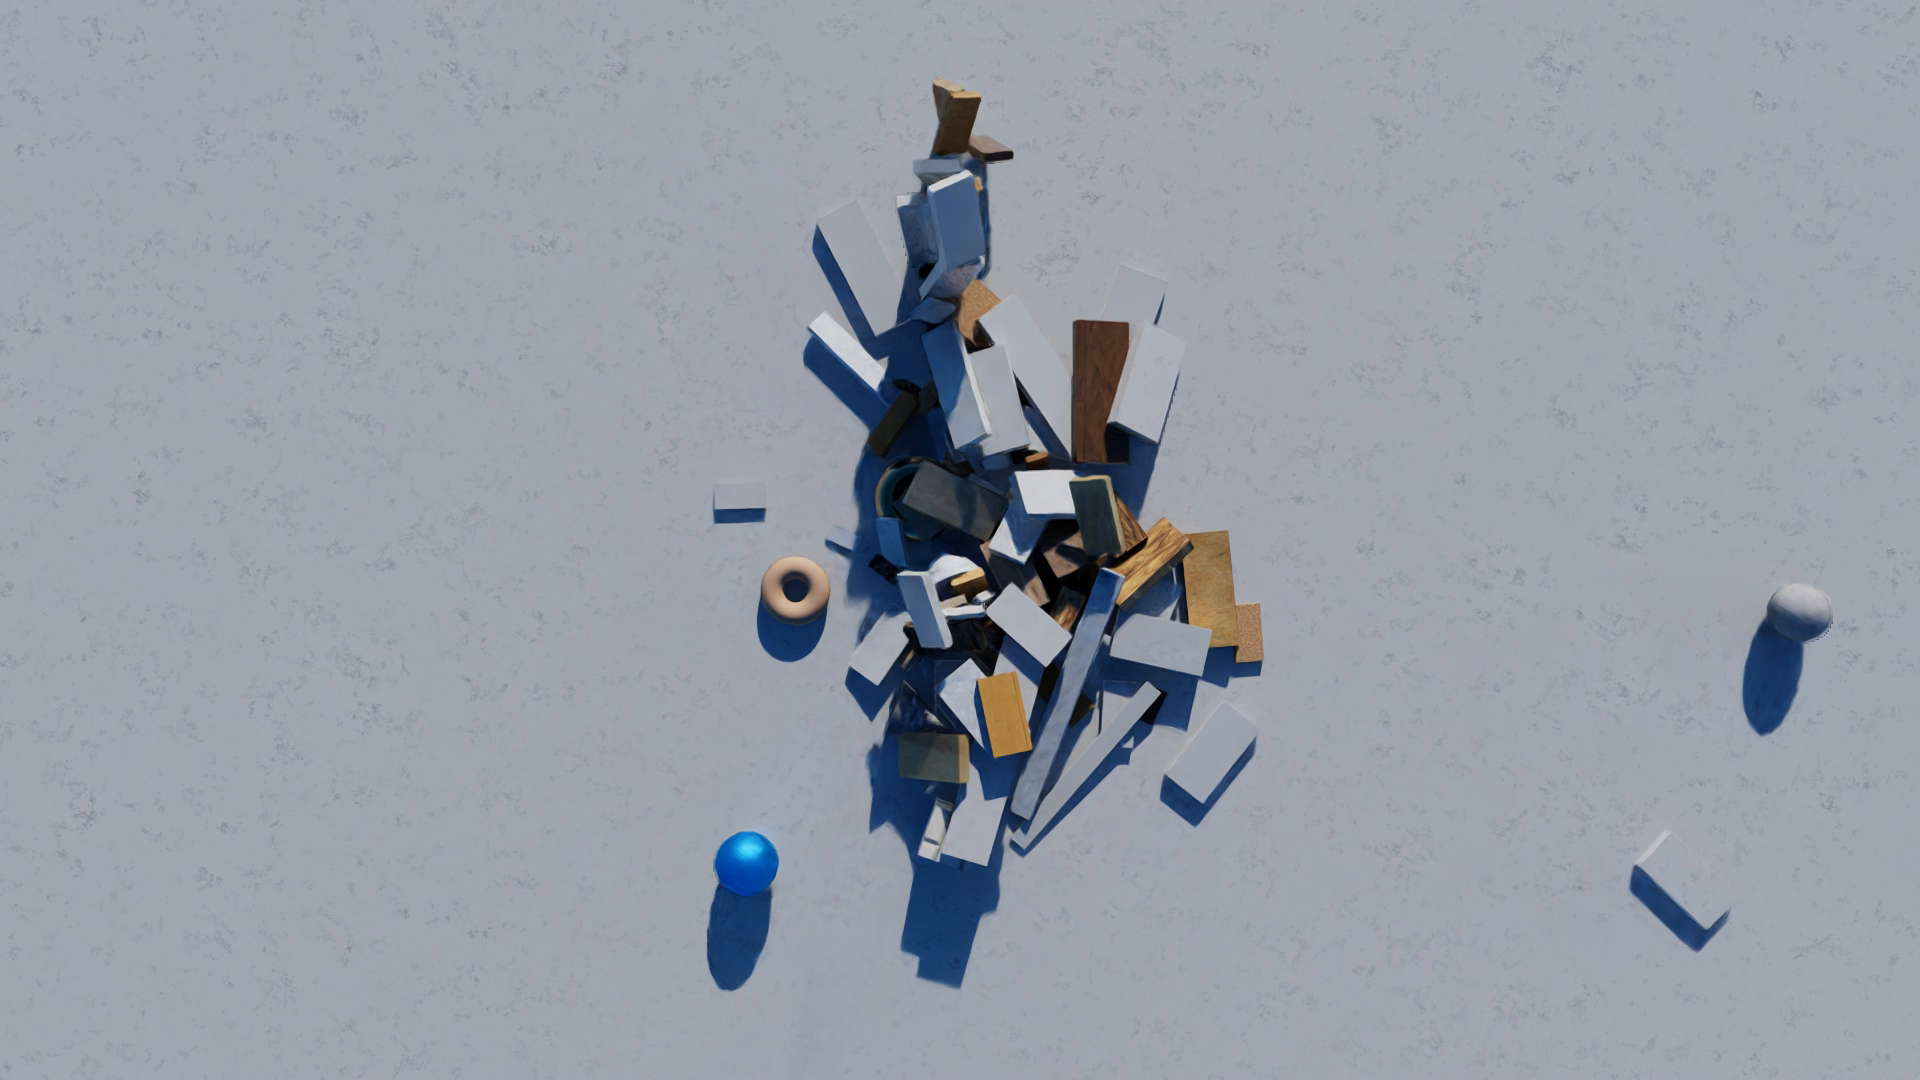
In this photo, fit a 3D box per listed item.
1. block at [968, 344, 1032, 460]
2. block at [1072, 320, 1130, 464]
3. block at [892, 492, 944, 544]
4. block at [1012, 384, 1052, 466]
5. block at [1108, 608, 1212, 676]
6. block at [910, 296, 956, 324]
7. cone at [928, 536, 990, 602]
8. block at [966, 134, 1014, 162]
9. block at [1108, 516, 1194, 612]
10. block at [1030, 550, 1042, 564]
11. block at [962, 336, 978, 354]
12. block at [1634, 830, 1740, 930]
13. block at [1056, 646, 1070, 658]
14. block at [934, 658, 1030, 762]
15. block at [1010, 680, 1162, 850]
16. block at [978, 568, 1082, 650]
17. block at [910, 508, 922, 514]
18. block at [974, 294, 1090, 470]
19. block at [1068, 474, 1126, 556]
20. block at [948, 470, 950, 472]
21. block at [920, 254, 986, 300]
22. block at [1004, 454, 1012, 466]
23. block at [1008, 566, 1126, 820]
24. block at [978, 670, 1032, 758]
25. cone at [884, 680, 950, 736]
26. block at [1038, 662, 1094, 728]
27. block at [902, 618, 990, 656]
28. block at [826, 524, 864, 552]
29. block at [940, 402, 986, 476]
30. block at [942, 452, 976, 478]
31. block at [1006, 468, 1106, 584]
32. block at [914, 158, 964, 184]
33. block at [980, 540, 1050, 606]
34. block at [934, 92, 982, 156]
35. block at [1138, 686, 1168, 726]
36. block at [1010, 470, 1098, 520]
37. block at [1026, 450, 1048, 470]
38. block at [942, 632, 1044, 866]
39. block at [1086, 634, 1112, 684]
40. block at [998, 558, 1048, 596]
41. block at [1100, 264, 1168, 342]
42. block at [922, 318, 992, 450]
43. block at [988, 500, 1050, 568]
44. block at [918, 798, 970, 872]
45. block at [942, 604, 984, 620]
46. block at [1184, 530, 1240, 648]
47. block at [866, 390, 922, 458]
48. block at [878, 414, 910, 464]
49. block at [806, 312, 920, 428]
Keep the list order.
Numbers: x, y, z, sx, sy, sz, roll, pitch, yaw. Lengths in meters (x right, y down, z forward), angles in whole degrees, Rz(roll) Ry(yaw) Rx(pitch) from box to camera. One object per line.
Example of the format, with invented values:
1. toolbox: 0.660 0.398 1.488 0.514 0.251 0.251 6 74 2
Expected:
1. block: 0.104 -0.444 5.307 0.169 0.048 0.338 -16 81 13
2. block: 0.461 -0.482 5.394 0.178 0.050 0.464 1 87 -14
3. block: -0.136 -0.081 5.396 0.084 0.024 0.167 -40 89 2
4. block: 0.218 -0.398 5.460 0.138 0.039 0.276 -13 90 -18
5. block: 0.659 0.337 5.428 0.311 0.044 0.155 12 93 1
6. block: -0.085 -0.732 5.268 0.081 0.163 0.023 -37 74 21
7. cone: -0.049 0.066 5.448 0.233 0.233 0.233 -21 63 0
8. block: 0.081 -1.281 5.393 0.102 0.203 0.029 -12 122 -23
9. block: 0.606 0.079 5.429 0.311 0.155 0.044 -42 134 0
10. block: 0.231 0.020 5.434 0.280 0.035 0.124 -31 92 -7
11. block: 0.024 -0.607 5.419 0.140 0.020 0.070 40 71 -18
12. block: 2.413 1.130 5.478 0.310 0.044 0.155 43 90 0
13. block: 0.319 0.373 5.446 0.216 0.108 0.031 -1 90 0
14. block: 0.071 0.543 5.282 0.152 0.043 0.304 -40 89 -3
15. block: 0.416 0.747 5.467 0.061 0.017 0.692 41 94 0
16. block: 0.228 0.214 5.435 0.351 0.139 0.039 -38 48 0
17. block: -0.071 -0.116 5.362 0.168 0.024 0.084 16 100 -18
18. block: 0.282 -0.513 5.401 0.154 0.044 0.598 -36 96 -14
19. block: 0.434 -0.077 5.221 0.126 0.036 0.252 -5 110 28
20. block: 0.038 -0.156 5.426 0.208 0.028 0.099 49 66 -13
21. block: -0.027 -0.830 5.199 0.138 0.276 0.039 -11 81 -17
22. block: 0.105 -0.330 5.449 0.028 0.099 0.197 -24 90 26
23. block: 0.345 0.506 5.389 0.084 0.024 0.876 24 102 18
24. block: 0.142 0.554 5.244 0.126 0.036 0.253 -12 88 -2
25. cone: -0.126 0.582 5.407 0.197 0.197 0.197 20 90 -3
26. block: 0.333 0.510 5.485 0.216 0.031 0.108 45 90 0
27. block: -0.047 0.309 5.345 0.254 0.036 0.126 -9 129 31
28. block: -0.384 -0.007 5.492 0.112 0.016 0.056 25 90 0
29. block: 0.034 -0.355 5.414 0.039 0.138 0.276 -23 98 26
30. block: -0.002 -0.241 5.389 0.113 0.016 0.057 34 74 -19
31. block: 0.314 -0.046 5.376 0.178 0.050 0.356 -25 66 -9
32. block: -0.060 -1.157 5.186 0.138 0.626 0.039 -1 99 2
33. block: 0.179 0.109 5.362 0.132 0.037 0.264 -26 83 2
34. block: -0.009 -1.281 5.073 0.102 0.203 0.029 -12 52 -30
35. block: 0.637 0.550 5.491 0.061 0.017 0.122 25 90 0
36. block: 0.319 -0.146 5.322 0.309 0.044 0.154 -2 65 -29
37. block: 0.252 -0.256 5.429 0.070 0.140 0.020 -17 77 0
38. block: 0.118 0.664 5.321 0.152 0.043 0.753 16 87 -1
39. block: 0.456 0.392 5.458 0.024 0.084 0.167 21 90 0
40. block: 0.240 0.149 5.442 0.248 0.124 0.035 -38 48 0
41. block: 0.529 -0.662 5.476 0.169 0.048 0.468 20 90 0
42. block: -0.012 -0.498 5.291 0.126 0.036 0.406 -26 72 30
43. block: 0.208 -0.052 5.335 0.132 0.037 0.264 24 68 13
44. block: -0.028 0.967 5.416 0.169 0.169 0.169 20 90 0
45. block: -0.005 0.233 5.254 0.164 0.056 0.016 -6 113 1
46. block: 0.828 0.164 5.463 0.155 0.044 0.380 -5 90 11
47. block: -0.216 -0.381 5.393 0.221 0.024 0.084 -54 52 15
48. block: -0.219 -0.340 5.458 0.084 0.024 0.168 -11 68 0
49. block: -0.310 -0.564 5.469 0.472 0.023 0.081 44 65 1
